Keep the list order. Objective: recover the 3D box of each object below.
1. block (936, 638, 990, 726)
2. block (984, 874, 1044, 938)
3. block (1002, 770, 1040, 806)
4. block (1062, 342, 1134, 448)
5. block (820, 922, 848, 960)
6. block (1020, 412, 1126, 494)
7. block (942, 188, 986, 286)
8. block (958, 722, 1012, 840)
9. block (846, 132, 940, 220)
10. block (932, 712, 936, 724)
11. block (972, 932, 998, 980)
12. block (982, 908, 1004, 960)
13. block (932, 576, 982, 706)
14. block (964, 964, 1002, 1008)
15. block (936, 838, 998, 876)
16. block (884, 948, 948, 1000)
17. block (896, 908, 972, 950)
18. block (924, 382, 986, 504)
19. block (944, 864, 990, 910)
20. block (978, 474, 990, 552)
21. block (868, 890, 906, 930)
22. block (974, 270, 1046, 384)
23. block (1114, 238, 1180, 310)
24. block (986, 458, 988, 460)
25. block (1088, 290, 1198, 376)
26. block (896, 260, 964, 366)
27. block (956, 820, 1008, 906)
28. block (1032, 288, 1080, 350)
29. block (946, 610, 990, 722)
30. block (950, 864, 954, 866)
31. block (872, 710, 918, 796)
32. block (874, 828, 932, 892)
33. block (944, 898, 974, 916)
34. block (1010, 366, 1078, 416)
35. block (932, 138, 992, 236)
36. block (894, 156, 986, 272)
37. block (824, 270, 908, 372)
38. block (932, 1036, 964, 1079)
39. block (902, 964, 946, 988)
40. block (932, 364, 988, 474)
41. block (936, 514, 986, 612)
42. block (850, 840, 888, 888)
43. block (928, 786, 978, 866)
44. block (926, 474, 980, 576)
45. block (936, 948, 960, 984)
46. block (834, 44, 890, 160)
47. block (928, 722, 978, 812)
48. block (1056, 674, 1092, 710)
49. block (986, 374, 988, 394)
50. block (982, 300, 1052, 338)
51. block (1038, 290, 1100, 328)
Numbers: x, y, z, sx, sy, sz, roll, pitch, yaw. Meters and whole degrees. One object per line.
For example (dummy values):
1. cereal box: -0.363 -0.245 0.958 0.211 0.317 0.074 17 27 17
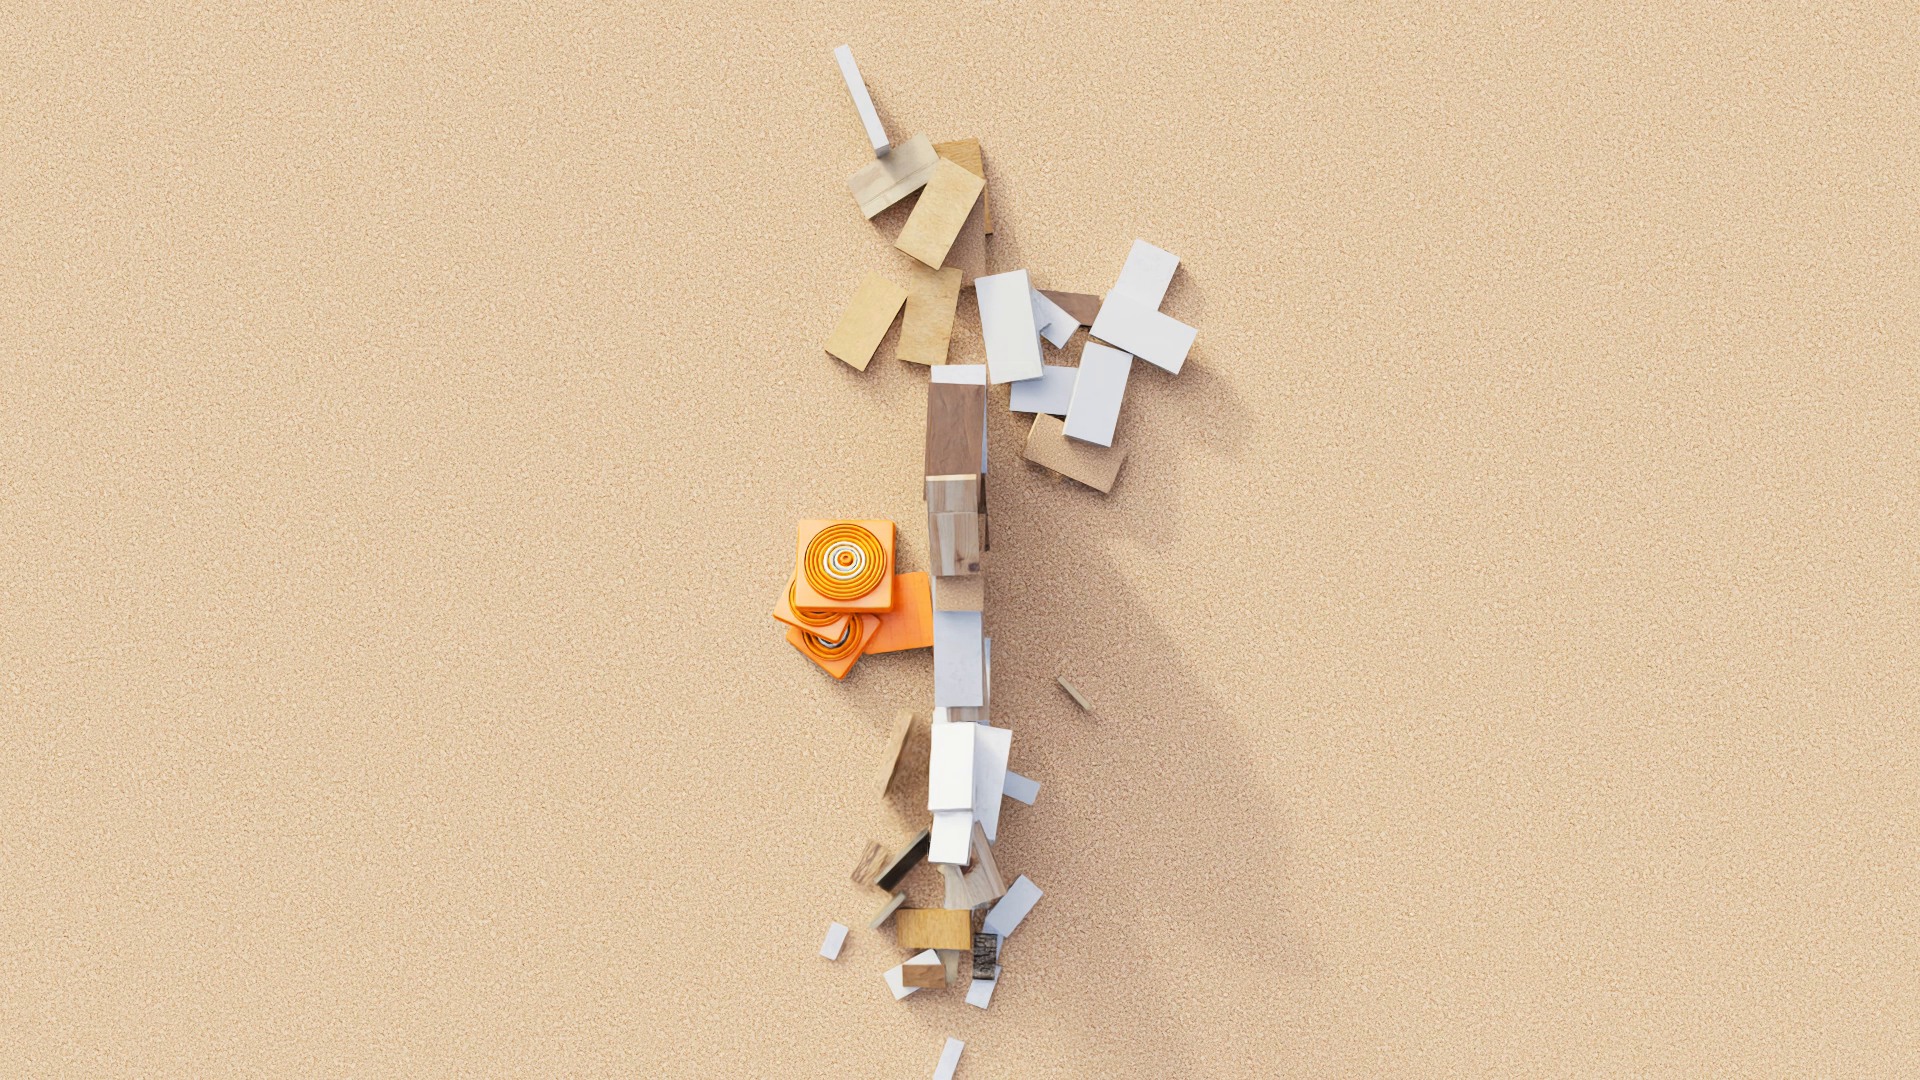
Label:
1. block: 0.009 0.499 5.429 0.176 0.050 0.353 1 75 1
2. block: 0.179 1.213 5.471 0.096 0.027 0.192 41 81 0
3. block: 0.183 0.817 5.489 0.153 0.022 0.076 23 90 0
4. block: 0.452 -0.477 5.422 0.158 0.045 0.316 15 85 -9
5. block: -0.420 1.335 5.492 0.057 0.016 0.114 23 90 0
6. block: 0.375 -0.288 5.455 0.316 0.045 0.158 23 90 -8
7. block: 0.000 -1.004 5.430 0.163 0.046 0.326 -1 105 -2
8. block: 0.053 0.775 5.310 0.176 0.050 0.353 9 79 3
9. block: -0.210 -1.202 5.453 0.305 0.043 0.153 -30 87 8
10. block: 0.004 0.736 5.410 0.176 0.050 0.353 -2 68 0
11. block: 0.082 1.381 5.468 0.075 0.021 0.149 3 90 0
12. block: 0.109 1.311 5.489 0.075 0.021 0.149 16 90 0
13. block: -0.008 0.299 5.261 0.151 0.043 0.470 -1 102 0
14. block: 0.077 1.476 5.489 0.075 0.021 0.149 20 90 0
15. block: 0.024 1.035 5.424 0.101 0.029 0.203 36 74 6
16. block: -0.148 1.436 5.467 0.192 0.027 0.096 -30 84 9
17. block: -0.084 1.283 5.451 0.248 0.035 0.124 -1 90 15
18. block: -0.018 -0.299 5.092 0.175 0.049 0.365 3 90 0
19. block: 0.017 1.051 5.323 0.135 0.038 0.271 -4 82 2
20. block: 0.010 -0.101 5.277 0.151 0.043 0.302 -5 61 3
21. block: -0.239 1.223 5.462 0.022 0.077 0.153 44 90 0
22. block: 0.165 -0.698 5.409 0.175 0.049 0.349 -8 95 18
23. block: 0.592 -0.820 5.477 0.160 0.045 0.320 24 90 0
24. block: -0.001 -0.267 5.332 0.168 0.336 0.048 -5 90 0
25. block: 0.603 -0.683 5.432 0.320 0.045 0.160 25 90 0
26. block: -0.099 -0.746 5.441 0.163 0.046 0.326 11 103 0
27. block: 0.049 1.028 5.246 0.124 0.035 0.248 -20 97 7
28. block: 0.285 -0.733 5.441 0.207 0.029 0.103 39 106 9
29. block: 0.011 0.356 5.315 0.139 0.039 0.465 -4 102 1
30. block: -0.007 0.991 5.301 0.057 0.016 0.114 23 80 5
31. block: -0.214 0.699 5.429 0.039 0.139 0.278 20 90 7
32. block: -0.176 1.062 5.466 0.247 0.022 0.077 -45 134 0
33. block: 0.011 1.152 5.464 0.101 0.029 0.203 12 99 -2
34. block: 0.328 -0.494 5.478 0.316 0.045 0.158 5 90 0
35. block: 0.005 -1.162 5.477 0.160 0.045 0.320 -9 90 0
36. block: -0.065 -1.056 5.347 0.163 0.046 0.326 28 93 -4
37. block: -0.310 -0.727 5.478 0.153 0.043 0.305 30 90 0
38. block: -0.038 1.734 5.492 0.057 0.016 0.148 21 90 0
39. block: -0.118 1.436 5.437 0.144 0.020 0.072 -2 89 11
40. block: -0.002 -0.374 5.141 0.168 0.048 0.336 -1 90 0
41. block: 0.001 0.069 5.170 0.151 0.043 0.302 1 102 0
42. block: -0.303 1.077 5.490 0.072 0.020 0.144 27 90 0
43. block: -0.020 0.898 5.208 0.124 0.035 0.248 0 67 17
44. block: -0.021 -0.044 5.073 0.153 0.043 0.313 -2 112 2
45. block: -0.051 1.371 5.486 0.096 0.027 0.192 5 90 0
46. block: -0.319 -1.432 5.413 0.049 0.175 0.349 -23 90 0
47. block: -0.022 0.724 5.246 0.139 0.039 0.278 -5 64 15
48. block: 0.378 0.504 5.464 0.020 0.072 0.144 -44 90 0
49. block: 0.004 -0.497 5.332 0.168 0.336 0.048 1 90 0
50. block: 0.187 -0.695 5.445 0.207 0.029 0.103 -37 85 18
51. block: 0.352 -0.770 5.485 0.214 0.029 0.103 6 90 0
